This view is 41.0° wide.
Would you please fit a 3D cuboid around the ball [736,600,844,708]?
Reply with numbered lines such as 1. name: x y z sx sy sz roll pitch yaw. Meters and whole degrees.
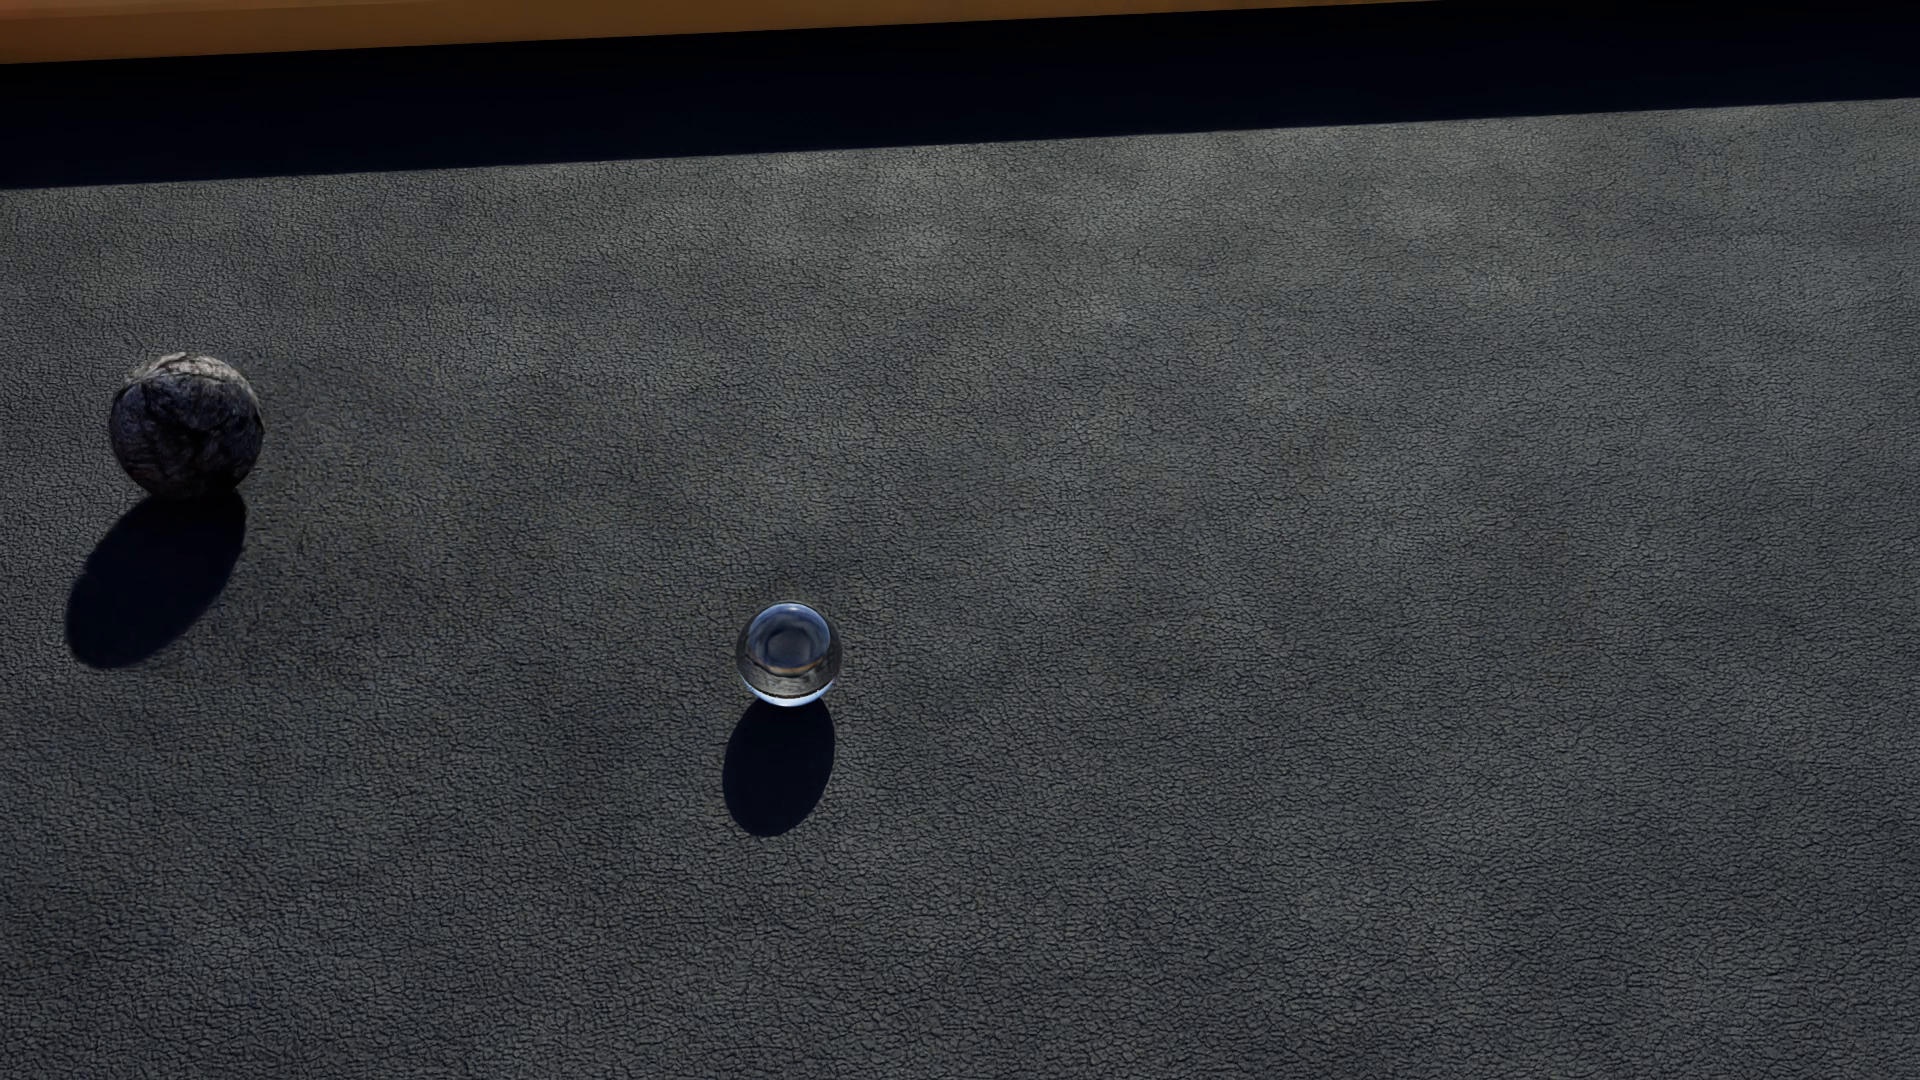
1. ball: -0.101 0.067 1.524 0.064 0.064 0.064 0 36 0

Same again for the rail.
1. rail: 0.741 -0.553 2.320 3.322 0.127 0.045 -4 36 -5

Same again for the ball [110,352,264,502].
1. ball: -0.509 -0.074 1.690 0.098 0.098 0.098 0 36 0
